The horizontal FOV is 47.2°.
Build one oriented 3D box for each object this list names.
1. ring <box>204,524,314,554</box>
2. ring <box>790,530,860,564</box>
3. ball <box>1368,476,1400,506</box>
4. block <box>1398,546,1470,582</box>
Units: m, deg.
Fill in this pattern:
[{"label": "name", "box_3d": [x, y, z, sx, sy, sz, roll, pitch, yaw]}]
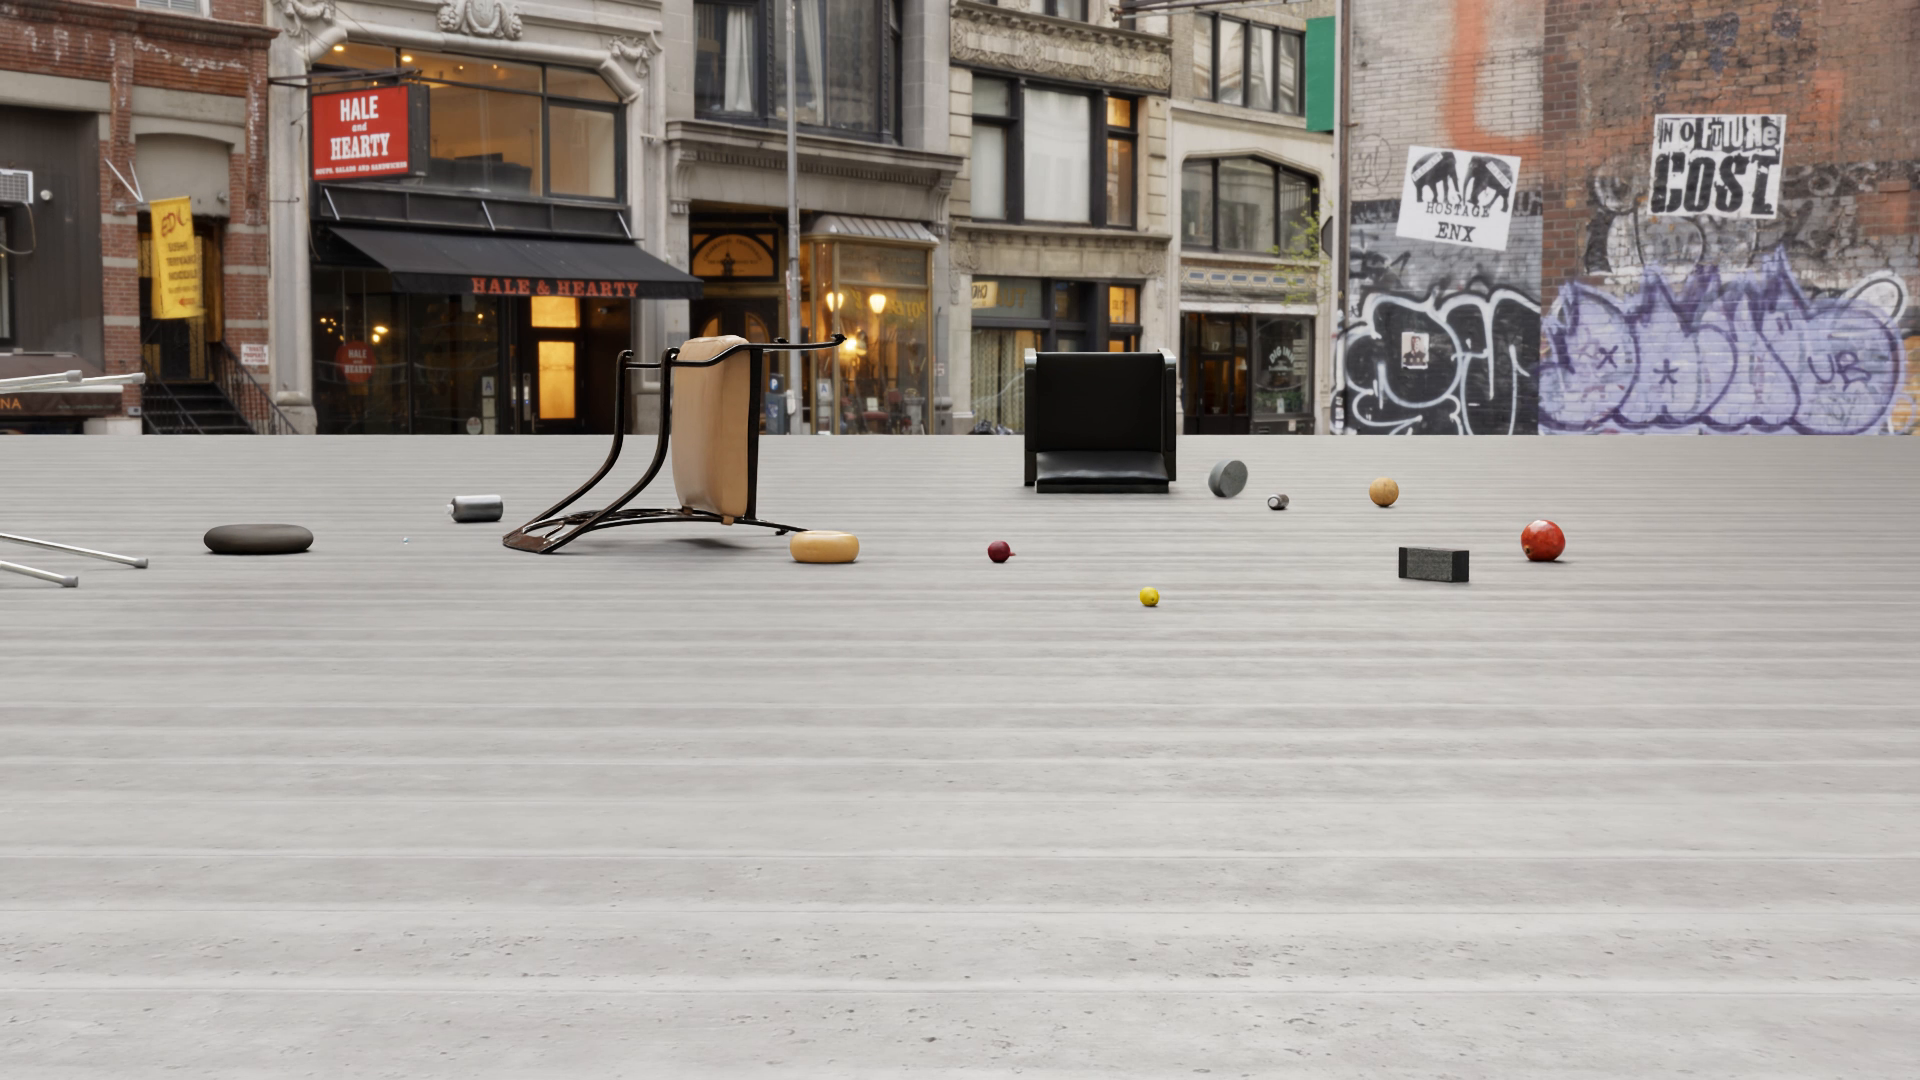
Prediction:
[{"label": "ring", "box_3d": [-1.942, -0.003, 6.090, 0.296, 0.070, 0.279, 2, 5, 17]}, {"label": "ring", "box_3d": [-0.352, 0.019, 5.724, 0.186, 0.076, 0.161, 3, 6, 21]}, {"label": "ball", "box_3d": [1.621, -0.184, 8.406, 0.113, 0.113, 0.113, 0, 4, 0]}, {"label": "block", "box_3d": [1.116, 0.057, 5.184, 0.058, 0.073, 0.169, -3, 5, -35]}]
